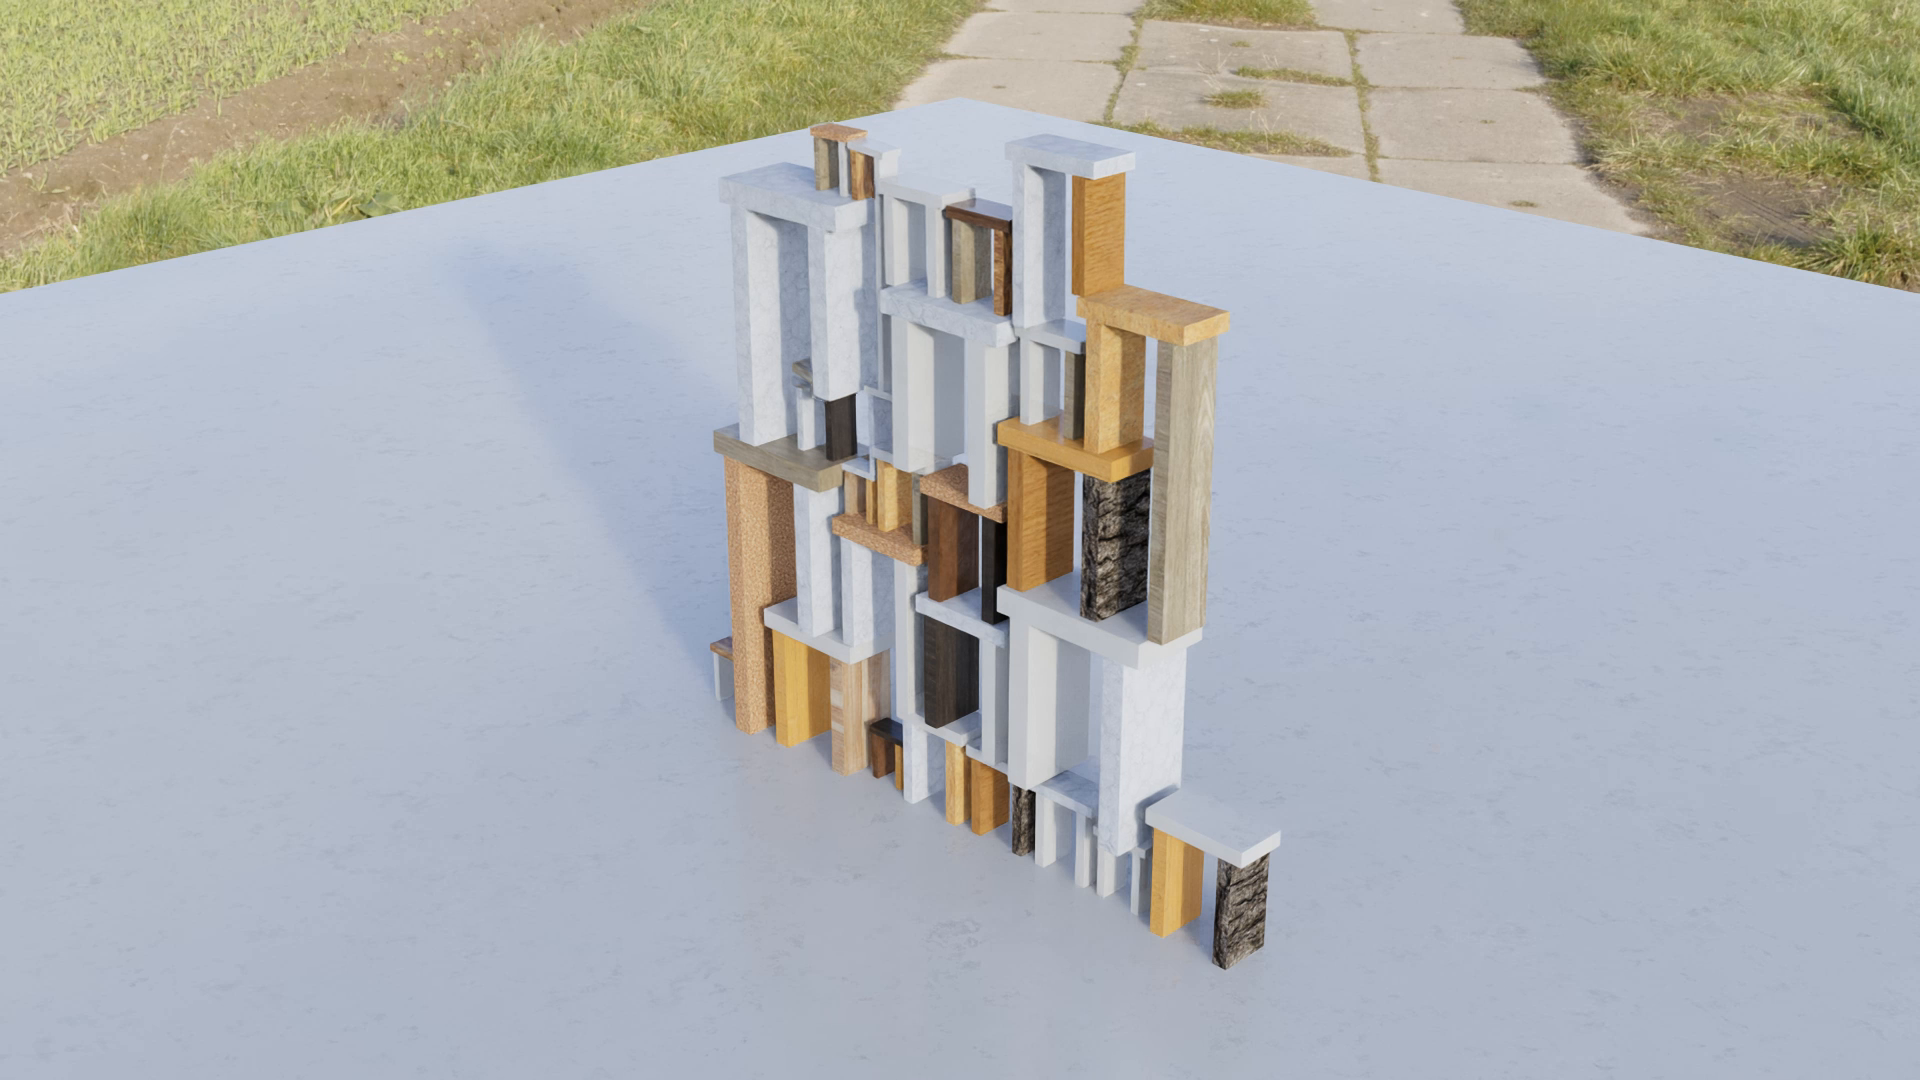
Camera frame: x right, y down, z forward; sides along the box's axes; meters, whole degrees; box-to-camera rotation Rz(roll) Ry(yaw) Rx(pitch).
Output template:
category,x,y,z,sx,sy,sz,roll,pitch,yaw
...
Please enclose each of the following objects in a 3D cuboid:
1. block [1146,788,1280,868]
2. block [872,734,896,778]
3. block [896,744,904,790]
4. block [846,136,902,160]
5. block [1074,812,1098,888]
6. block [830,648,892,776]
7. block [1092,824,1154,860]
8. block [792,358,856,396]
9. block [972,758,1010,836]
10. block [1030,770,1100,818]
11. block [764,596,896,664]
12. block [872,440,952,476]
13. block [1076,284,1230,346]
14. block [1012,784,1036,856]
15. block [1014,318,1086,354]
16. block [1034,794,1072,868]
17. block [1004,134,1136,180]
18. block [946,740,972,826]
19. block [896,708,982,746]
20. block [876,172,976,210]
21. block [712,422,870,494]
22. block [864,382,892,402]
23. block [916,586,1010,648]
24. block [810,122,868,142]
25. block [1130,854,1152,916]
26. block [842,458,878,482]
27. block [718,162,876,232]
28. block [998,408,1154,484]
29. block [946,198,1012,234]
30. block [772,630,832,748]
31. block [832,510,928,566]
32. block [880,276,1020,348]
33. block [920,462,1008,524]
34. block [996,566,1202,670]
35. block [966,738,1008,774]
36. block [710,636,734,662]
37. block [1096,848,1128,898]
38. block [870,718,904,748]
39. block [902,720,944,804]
category,x,y,z,sx,sy,sz,roll,pitch,yaw
block,0.453,0.514,3.944,0.221,0.031,0.110,21,31,41
block,-0.158,0.442,4.588,0.015,0.103,0.051,21,31,41
block,-0.110,0.461,4.543,0.015,0.103,0.051,21,31,41
block,-0.160,-0.726,4.075,0.095,0.013,0.047,25,34,37
block,0.256,0.578,4.197,0.022,0.157,0.079,21,31,41
block,-0.207,0.347,4.598,0.135,0.269,0.038,-21,31,-41
block,0.318,0.553,4.107,0.064,0.018,0.128,-21,31,-40
block,-0.267,-0.324,4.379,0.131,0.019,0.066,34,37,33
block,0.061,0.497,4.375,0.024,0.167,0.084,21,31,41
block,0.219,0.481,4.196,0.157,0.022,0.079,21,31,41
block,-0.270,0.181,4.596,0.269,0.038,0.135,21,31,41
block,-0.093,-0.162,4.259,0.149,0.021,0.075,22,31,40
block,0.324,-0.381,3.705,0.118,0.034,0.237,-21,31,-40
block,0.140,0.528,4.302,0.024,0.167,0.084,21,31,41
block,0.181,-0.363,3.869,0.081,0.023,0.161,-21,30,-39
block,0.181,0.549,4.265,0.022,0.157,0.079,21,31,41
block,0.186,-0.653,3.739,0.103,0.029,0.206,-21,31,-40
block,0.014,0.472,4.412,0.093,0.185,0.026,-21,31,-41
block,-0.029,0.357,4.410,0.093,0.026,0.185,-22,31,-40
block,-0.062,-0.638,4.012,0.169,0.024,0.085,21,31,40
block,-0.337,-0.182,4.503,0.164,0.047,0.329,-21,31,-41
block,-0.131,-0.286,4.242,0.103,0.015,0.051,21,31,40
block,0.040,0.139,4.237,0.119,0.034,0.238,-21,31,-41
block,-0.228,-0.766,4.139,0.104,0.015,0.052,20,31,40
block,0.349,0.631,4.109,0.064,0.128,0.018,-21,31,-41
block,-0.185,-0.141,4.361,0.047,0.013,0.094,-22,32,-40
block,-0.291,-0.665,4.250,0.171,0.048,0.342,-23,31,-40
block,0.213,-0.173,3.914,0.137,0.039,0.274,-21,31,-40
block,0.058,-0.578,3.909,0.155,0.022,0.077,21,31,41
block,-0.334,0.298,4.714,0.135,0.269,0.038,-21,31,-41
block,-0.131,-0.013,4.360,0.235,0.033,0.117,21,31,40
block,0.012,-0.422,4.021,0.150,0.043,0.301,-22,31,-40
block,0.038,-0.090,4.143,0.215,0.030,0.108,22,32,40
block,0.252,0.134,4.006,0.173,0.049,0.347,-21,31,-40
block,0.101,0.424,4.302,0.084,0.024,0.167,-21,31,-41
block,-0.493,0.246,4.864,0.116,0.016,0.058,21,31,41
block,0.288,0.608,4.165,0.064,0.128,0.018,-21,31,-41
block,-0.134,0.397,4.543,0.103,0.015,0.051,21,31,41
block,-0.073,0.438,4.492,0.026,0.185,0.093,21,31,41
